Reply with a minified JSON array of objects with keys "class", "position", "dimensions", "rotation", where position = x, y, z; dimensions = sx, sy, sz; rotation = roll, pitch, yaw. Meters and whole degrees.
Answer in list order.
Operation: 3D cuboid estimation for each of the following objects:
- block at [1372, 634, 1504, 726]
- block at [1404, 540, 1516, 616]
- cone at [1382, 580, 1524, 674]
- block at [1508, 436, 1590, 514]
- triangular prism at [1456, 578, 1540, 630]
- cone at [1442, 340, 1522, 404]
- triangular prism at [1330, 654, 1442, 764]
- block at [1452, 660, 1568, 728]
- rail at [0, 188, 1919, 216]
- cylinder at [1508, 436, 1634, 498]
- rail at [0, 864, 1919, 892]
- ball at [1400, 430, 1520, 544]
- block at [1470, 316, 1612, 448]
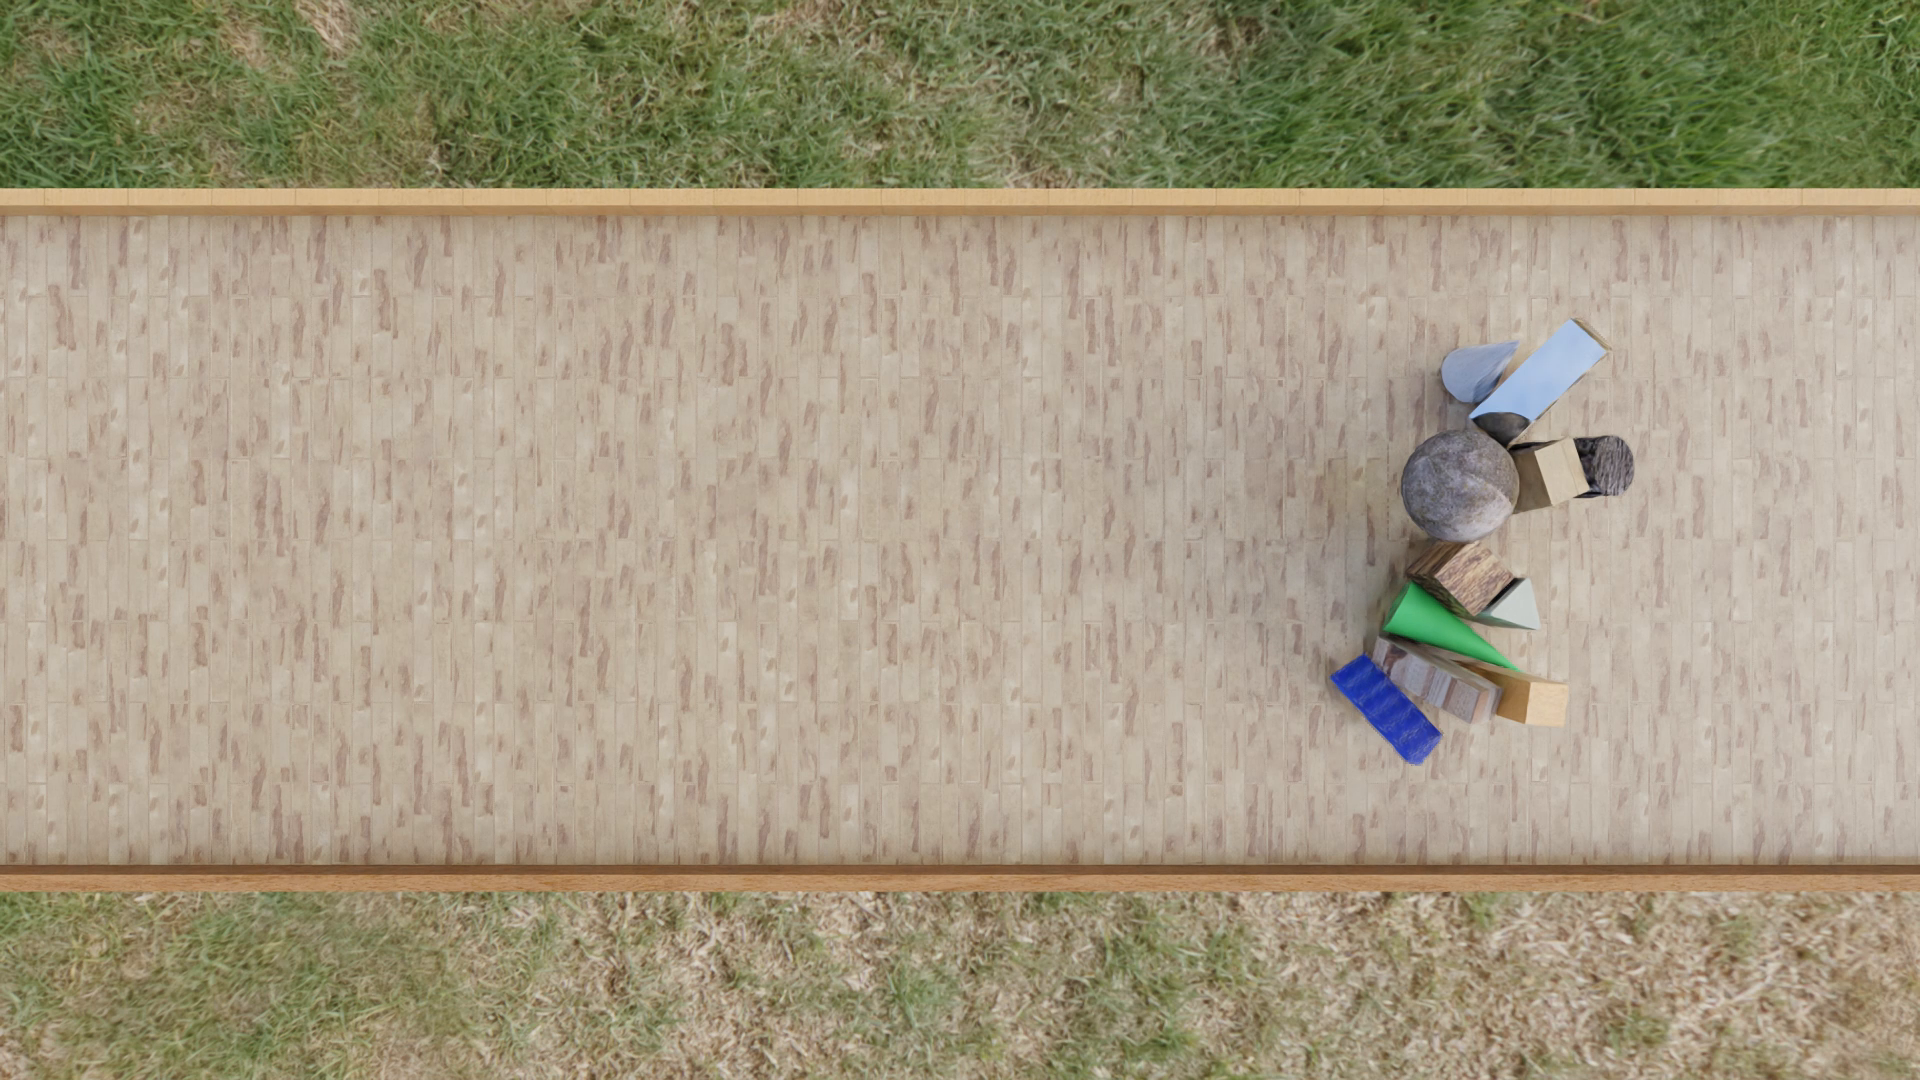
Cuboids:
[{"class":"block","position":[1.405,0.409,4.882],"dimensions":[0.105,0.392,0.105],"rotation":[-3,113,-36]},{"class":"block","position":[1.484,0.103,4.917],"dimensions":[0.166,0.316,0.166],"rotation":[-44,91,0]},{"class":"cone","position":[1.505,0.299,4.961],"dimensions":[0.426,0.176,0.176],"rotation":[29,90,8]},{"class":"block","position":[1.624,-0.168,4.862],"dimensions":[0.162,0.393,0.162],"rotation":[-19,91,-28]},{"class":"triangular prism","position":[1.595,0.175,4.898],"dimensions":[0.151,0.352,0.131],"rotation":[17,87,-4]},{"class":"cone","position":[1.587,-0.540,4.894],"dimensions":[0.178,0.329,0.178],"rotation":[2,77,-10]},{"class":"triangular prism","position":[1.251,0.515,4.915],"dimensions":[0.339,0.118,0.137],"rotation":[50,134,29]},{"class":"block","position":[1.603,0.449,4.849],"dimensions":[0.120,0.434,0.120],"rotation":[6,93,-13]},{"class":"rail","position":[-2.247,-1.025,5.002],"dimensions":[12.000,0.150,0.050],"rotation":[0,90,0]},{"class":"cylinder","position":[1.796,-0.210,4.887],"dimensions":[0.174,0.336,0.174],"rotation":[0,89,-29]},{"class":"rail","position":[-2.247,1.025,5.001],"dimensions":[12.000,0.150,0.050],"rotation":[0,90,0]},{"class":"ball","position":[1.426,-0.153,4.707],"dimensions":[0.324,0.324,0.324],"rotation":[0,90,0]},{"class":"block","position":[1.725,-0.467,4.906],"dimensions":[0.141,0.141,0.402],"rotation":[48,117,13]}]
